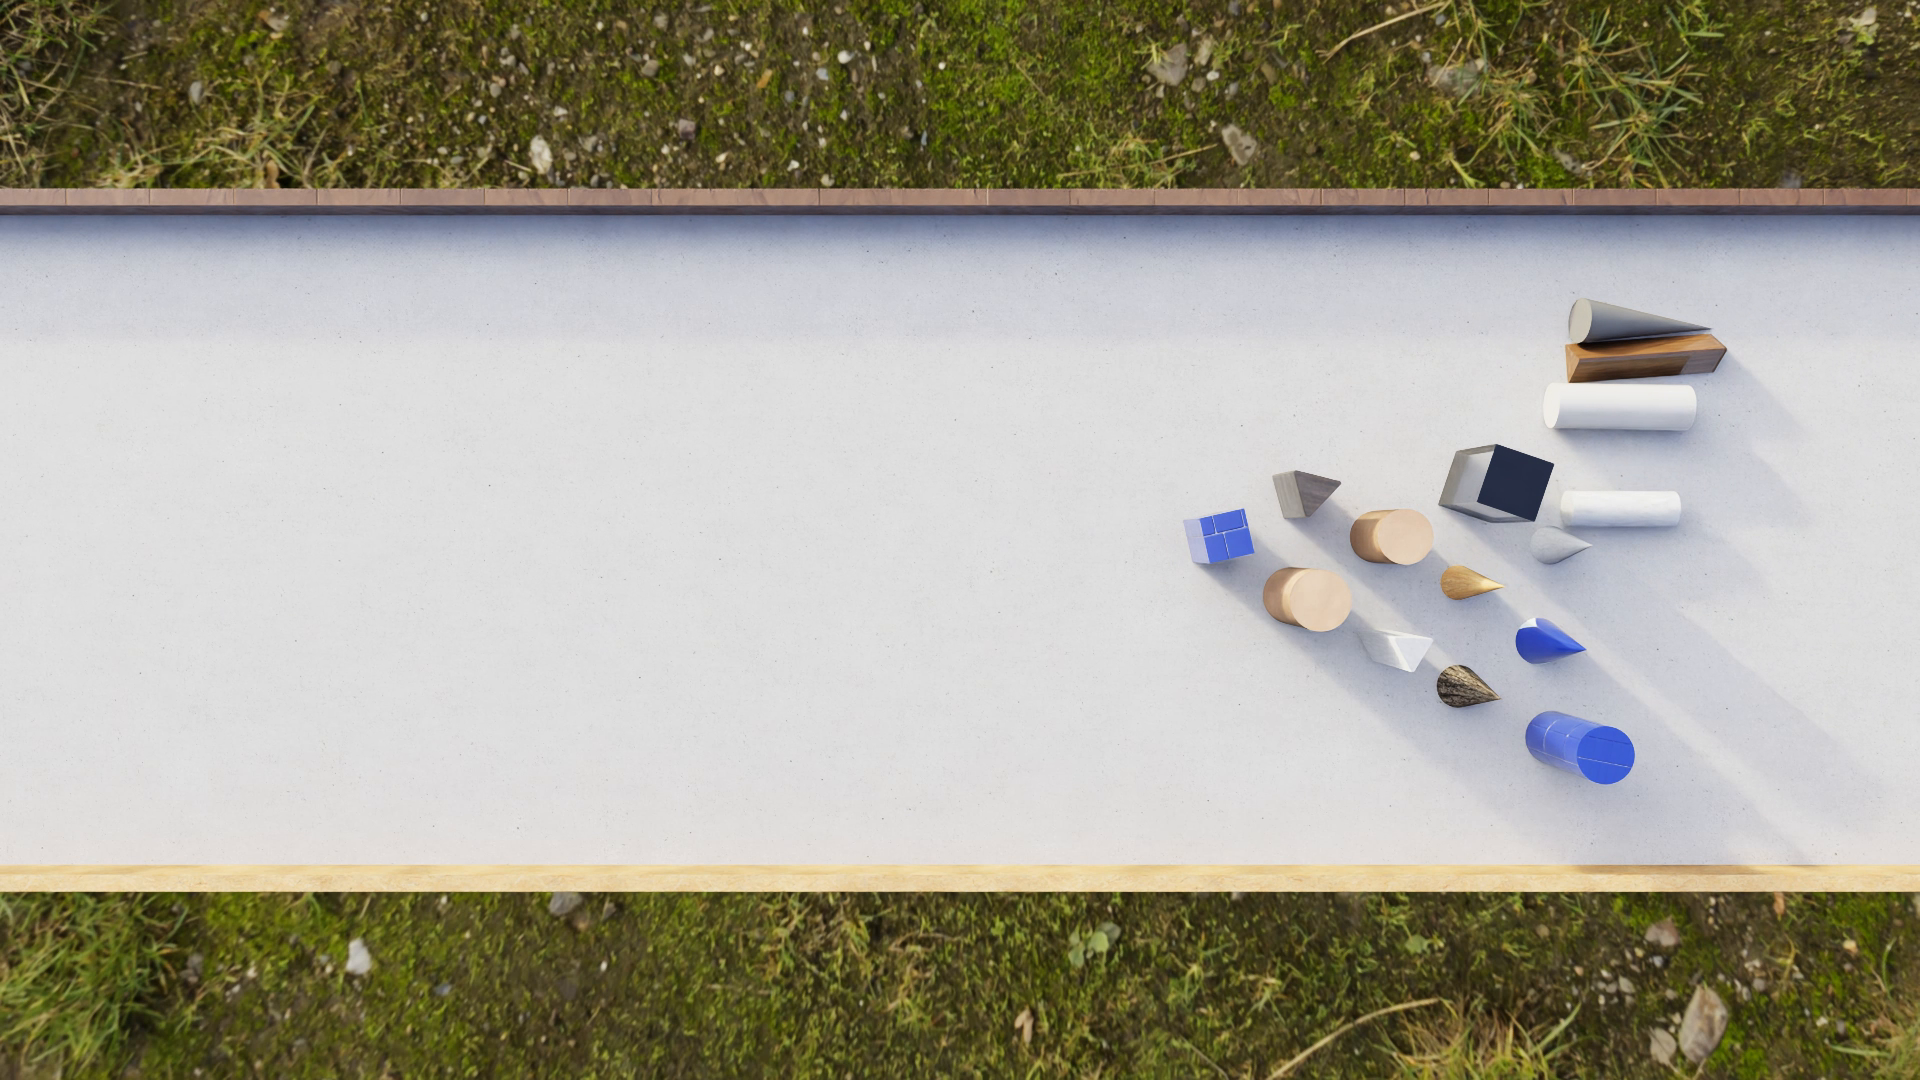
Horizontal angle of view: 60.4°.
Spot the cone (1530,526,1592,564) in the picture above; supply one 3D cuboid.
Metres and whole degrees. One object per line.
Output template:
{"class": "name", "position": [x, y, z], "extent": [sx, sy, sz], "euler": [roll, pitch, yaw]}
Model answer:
{"class": "cone", "position": [1.816, 0.016, 4.904], "extent": [0.120, 0.345, 0.120], "euler": [0, 90, 0]}

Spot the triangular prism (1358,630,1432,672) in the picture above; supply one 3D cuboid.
{"class": "triangular prism", "position": [1.262, 0.301, 4.858], "extent": [0.094, 0.437, 0.109], "euler": [32, 90, 0]}

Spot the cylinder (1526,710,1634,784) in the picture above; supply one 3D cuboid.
{"class": "cylinder", "position": [1.822, 0.607, 4.864], "extent": [0.165, 0.424, 0.165], "euler": [0, 90, 0]}

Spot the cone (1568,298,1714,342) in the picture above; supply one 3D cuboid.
{"class": "cone", "position": [2.102, -0.658, 5.043], "extent": [0.445, 0.136, 0.136], "euler": [2, 90, -9]}

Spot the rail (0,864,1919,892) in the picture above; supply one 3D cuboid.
{"class": "rail", "position": [-2.247, 1.025, 5.001], "extent": [12.000, 0.150, 0.050], "euler": [0, 90, 0]}

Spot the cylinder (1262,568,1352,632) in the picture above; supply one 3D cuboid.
{"class": "cylinder", "position": [1.020, 0.171, 4.870], "extent": [0.176, 0.413, 0.176], "euler": [0, 90, 0]}

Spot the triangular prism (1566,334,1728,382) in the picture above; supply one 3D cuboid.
{"class": "triangular prism", "position": [2.090, -0.559, 5.023], "extent": [0.448, 0.102, 0.118], "euler": [-4, 90, 0]}

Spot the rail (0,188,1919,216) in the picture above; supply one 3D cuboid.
{"class": "rail", "position": [-2.247, -1.025, 5.002], "extent": [12.000, 0.150, 0.050], "euler": [0, 90, 0]}

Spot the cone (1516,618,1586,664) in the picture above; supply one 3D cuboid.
{"class": "cone", "position": [1.782, 0.312, 4.881], "extent": [0.145, 0.390, 0.145], "euler": [0, 90, 0]}

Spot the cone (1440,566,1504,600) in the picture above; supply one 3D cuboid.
{"class": "cone", "position": [1.533, 0.131, 4.854], "extent": [0.107, 0.445, 0.107], "euler": [0, 90, 0]}

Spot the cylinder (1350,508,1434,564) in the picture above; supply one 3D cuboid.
{"class": "cylinder", "position": [1.280, -0.010, 4.907], "extent": [0.161, 0.340, 0.161], "euler": [0, 90, 0]}

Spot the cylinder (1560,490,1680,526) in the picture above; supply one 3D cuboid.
{"class": "cylinder", "position": [2.010, -0.095, 5.022], "extent": [0.323, 0.110, 0.110], "euler": [0, 90, 0]}

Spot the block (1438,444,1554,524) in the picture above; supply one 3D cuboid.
{"class": "block", "position": [1.582, -0.163, 4.886], "extent": [0.176, 0.381, 0.176], "euler": [19, 90, 0]}

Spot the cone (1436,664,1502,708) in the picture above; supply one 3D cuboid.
{"class": "cone", "position": [1.533, 0.450, 4.871], "extent": [0.132, 0.411, 0.132], "euler": [0, 90, 0]}

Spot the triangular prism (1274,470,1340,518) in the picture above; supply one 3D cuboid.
{"class": "triangular prism", "position": [1.005, -0.157, 4.908], "extent": [0.120, 0.337, 0.138], "euler": [44, 90, 0]}

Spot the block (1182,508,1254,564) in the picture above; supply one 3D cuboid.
{"class": "block", "position": [0.764, -0.012, 4.899], "extent": [0.132, 0.355, 0.132], "euler": [-13, 90, 0]}

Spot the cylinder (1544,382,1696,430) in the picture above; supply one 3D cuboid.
{"class": "cylinder", "position": [2.001, -0.405, 5.008], "extent": [0.411, 0.137, 0.137], "euler": [1, 90, 0]}
